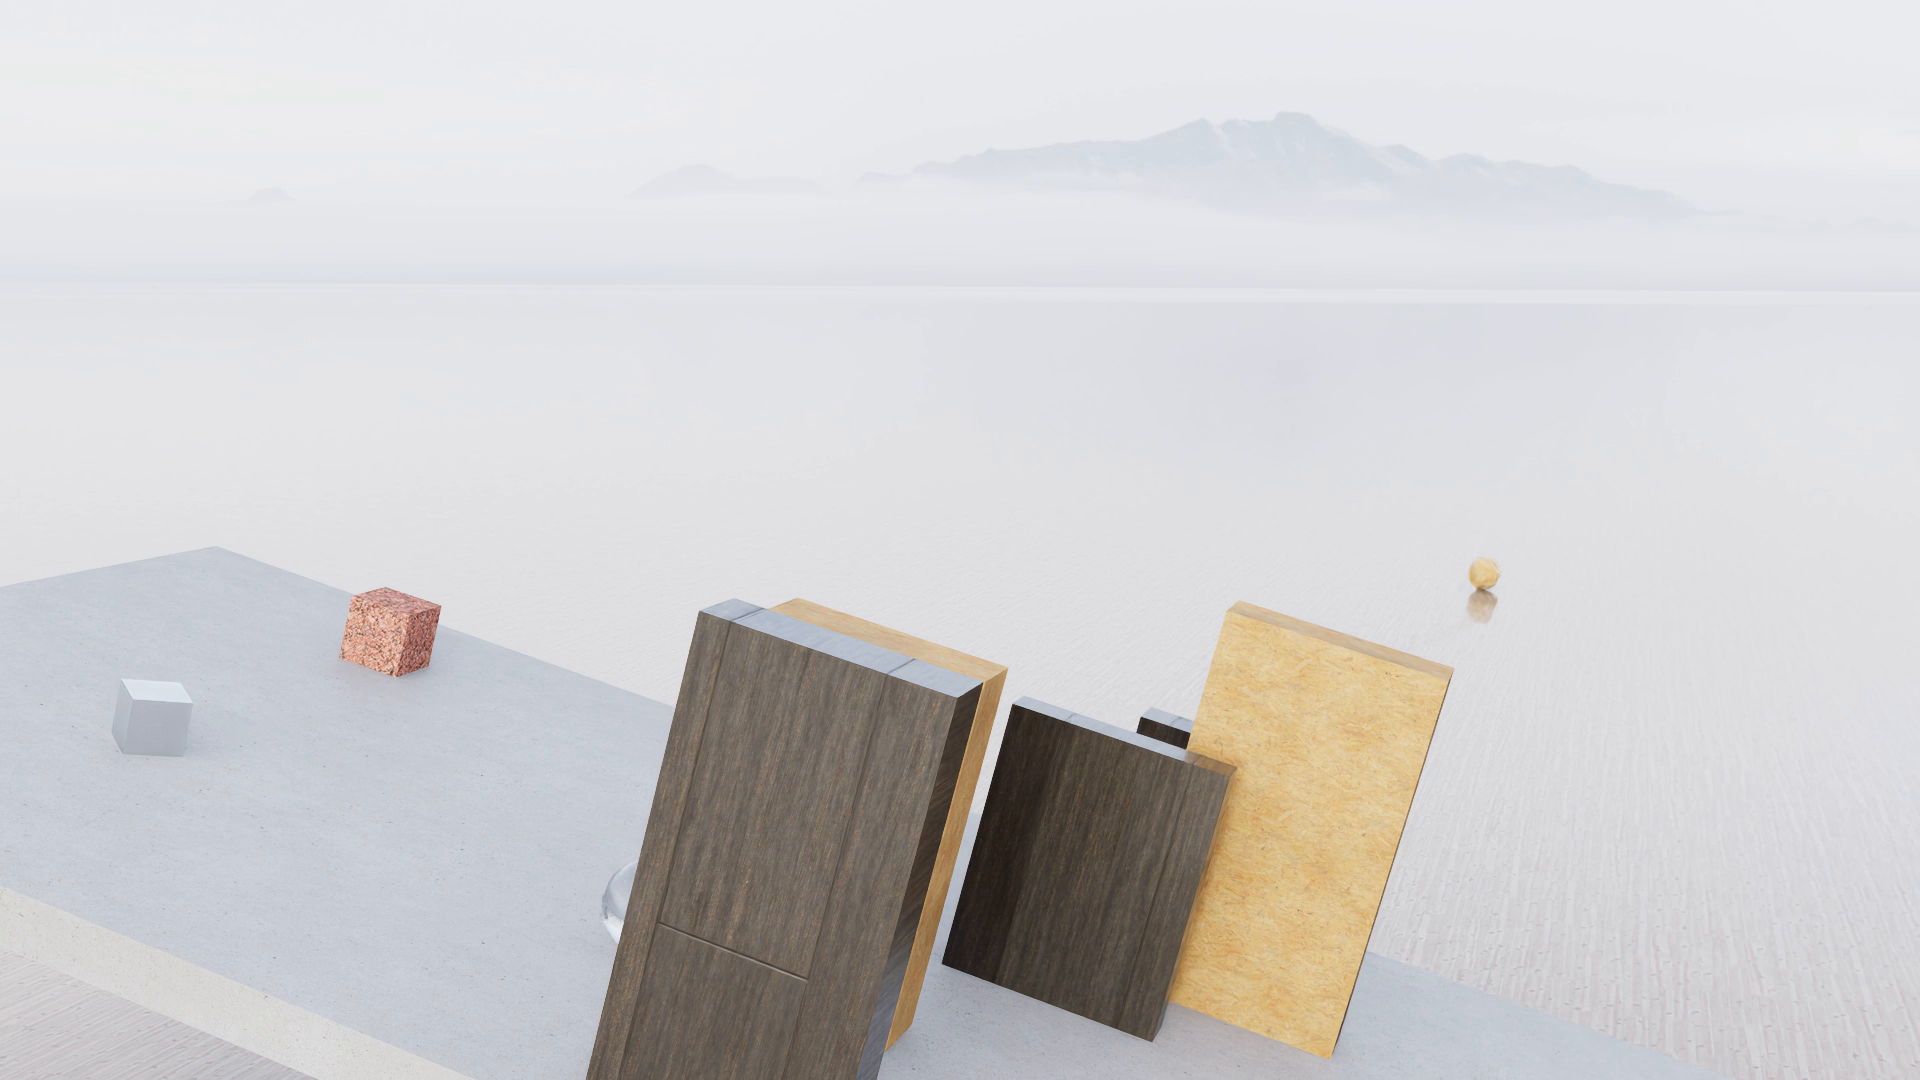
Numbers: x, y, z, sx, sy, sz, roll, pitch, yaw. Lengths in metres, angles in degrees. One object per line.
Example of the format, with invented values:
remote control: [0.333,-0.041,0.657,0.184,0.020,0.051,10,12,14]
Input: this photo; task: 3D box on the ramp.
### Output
ramp: [-0.385,0.764,4.245,4.000,0.100,2.000,18,11,14]

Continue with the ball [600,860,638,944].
ball: [-0.548,0.649,3.889,0.172,0.172,0.172,0,7,0]

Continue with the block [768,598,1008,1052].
block: [-0.206,0.488,3.817,0.400,0.676,0.141,18,11,14]

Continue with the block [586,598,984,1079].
block: [-0.270,0.524,3.300,0.410,0.775,0.132,18,11,14]

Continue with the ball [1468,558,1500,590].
ball: [3.088,0.201,12.975,0.182,0.182,0.182,0,7,0]

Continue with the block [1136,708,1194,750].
block: [0.524,0.623,4.803,0.366,0.409,0.110,18,11,14]

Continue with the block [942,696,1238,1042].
block: [0.240,0.616,4.141,0.427,0.533,0.083,18,11,14]

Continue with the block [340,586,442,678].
block: [-1.321,0.212,5.102,0.150,0.150,0.150,17,11,13]

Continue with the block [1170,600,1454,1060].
block: [0.632,0.560,4.286,0.433,0.780,0.141,18,11,14]

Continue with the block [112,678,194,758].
block: [-1.559,0.343,4.242,0.112,0.112,0.112,7,13,-34]
